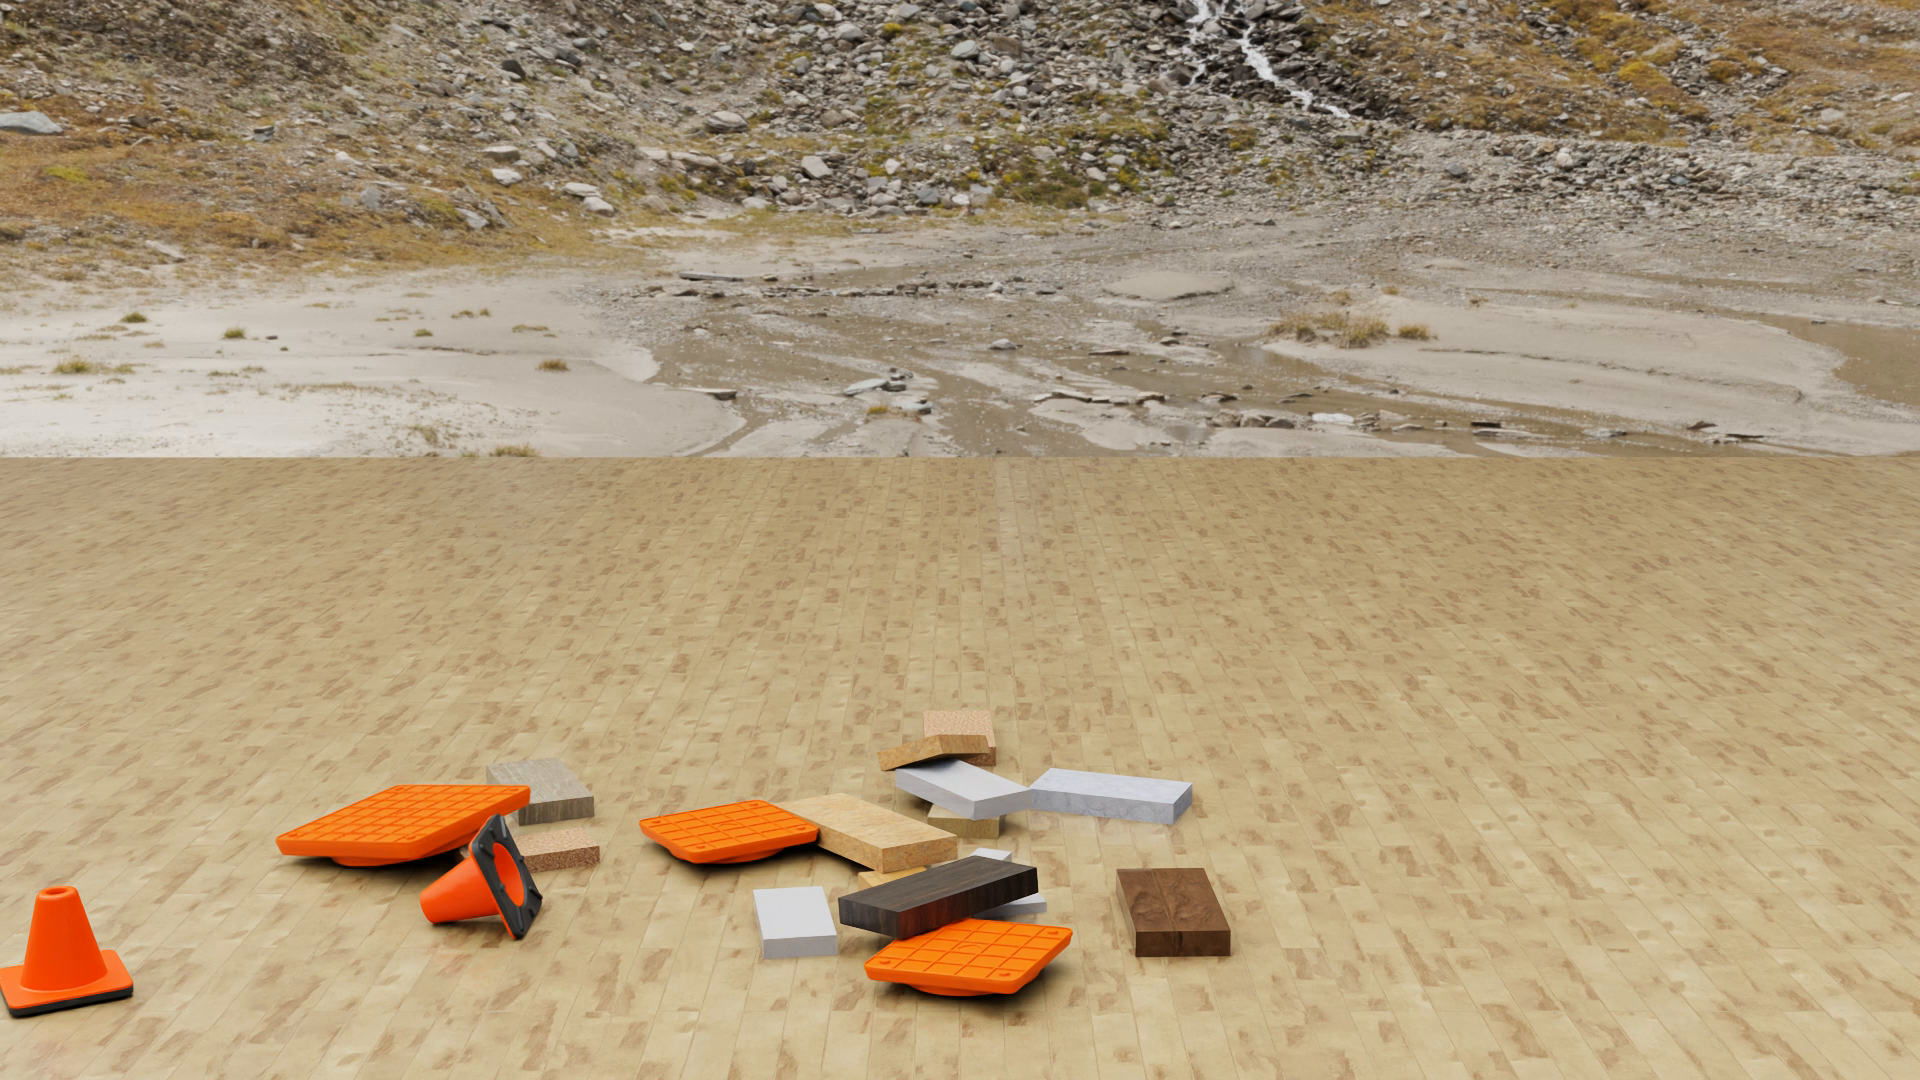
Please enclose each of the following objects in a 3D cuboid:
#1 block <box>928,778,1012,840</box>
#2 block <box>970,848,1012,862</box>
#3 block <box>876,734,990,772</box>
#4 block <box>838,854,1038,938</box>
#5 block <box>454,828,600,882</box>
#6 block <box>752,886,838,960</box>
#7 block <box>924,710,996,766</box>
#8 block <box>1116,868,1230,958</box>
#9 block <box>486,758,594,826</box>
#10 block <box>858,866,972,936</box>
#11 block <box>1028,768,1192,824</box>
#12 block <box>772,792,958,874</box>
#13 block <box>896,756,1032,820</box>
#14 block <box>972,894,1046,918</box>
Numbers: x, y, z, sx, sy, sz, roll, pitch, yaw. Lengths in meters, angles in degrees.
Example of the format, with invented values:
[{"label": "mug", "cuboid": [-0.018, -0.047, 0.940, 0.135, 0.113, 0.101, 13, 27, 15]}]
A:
[{"label": "block", "cuboid": [0.020, 0.495, 4.080, 0.129, 0.036, 0.257, 1, 11, 7]}, {"label": "block", "cuboid": [0.039, 0.560, 3.785, 0.062, 0.017, 0.123, 4, 11, 21]}, {"label": "block", "cuboid": [-0.048, 0.410, 4.242, 0.129, 0.036, 0.257, -18, -11, 19]}, {"label": "block", "cuboid": [-0.032, 0.563, 3.483, 0.293, 0.042, 0.147, -10, 9, -42]}, {"label": "block", "cuboid": [-0.752, 0.546, 3.819, 0.227, 0.032, 0.113, -5, 12, -26]}, {"label": "block", "cuboid": [-0.264, 0.606, 3.495, 0.113, 0.032, 0.227, -2, 11, -9]}, {"label": "block", "cuboid": [-0.003, 0.408, 4.539, 0.141, 0.040, 0.282, 0, 11, -2]}, {"label": "block", "cuboid": [0.339, 0.595, 3.529, 0.147, 0.042, 0.293, 0, 11, -2]}, {"label": "block", "cuboid": [-0.800, 0.476, 4.176, 0.141, 0.040, 0.282, -5, 11, -23]}, {"label": "block", "cuboid": [-0.076, 0.588, 3.594, 0.113, 0.032, 0.227, -4, 11, -21]}, {"label": "block", "cuboid": [0.283, 0.482, 4.143, 0.282, 0.040, 0.141, 4, 11, 20]}, {"label": "block", "cuboid": [-0.174, 0.513, 3.879, 0.147, 0.042, 0.412, -6, 7, -31]}, {"label": "block", "cuboid": [0.004, 0.459, 4.074, 0.129, 0.036, 0.257, -7, 13, -34]}, {"label": "block", "cuboid": [0.074, 0.595, 3.595, 0.123, 0.017, 0.062, -3, 11, -15]}]
